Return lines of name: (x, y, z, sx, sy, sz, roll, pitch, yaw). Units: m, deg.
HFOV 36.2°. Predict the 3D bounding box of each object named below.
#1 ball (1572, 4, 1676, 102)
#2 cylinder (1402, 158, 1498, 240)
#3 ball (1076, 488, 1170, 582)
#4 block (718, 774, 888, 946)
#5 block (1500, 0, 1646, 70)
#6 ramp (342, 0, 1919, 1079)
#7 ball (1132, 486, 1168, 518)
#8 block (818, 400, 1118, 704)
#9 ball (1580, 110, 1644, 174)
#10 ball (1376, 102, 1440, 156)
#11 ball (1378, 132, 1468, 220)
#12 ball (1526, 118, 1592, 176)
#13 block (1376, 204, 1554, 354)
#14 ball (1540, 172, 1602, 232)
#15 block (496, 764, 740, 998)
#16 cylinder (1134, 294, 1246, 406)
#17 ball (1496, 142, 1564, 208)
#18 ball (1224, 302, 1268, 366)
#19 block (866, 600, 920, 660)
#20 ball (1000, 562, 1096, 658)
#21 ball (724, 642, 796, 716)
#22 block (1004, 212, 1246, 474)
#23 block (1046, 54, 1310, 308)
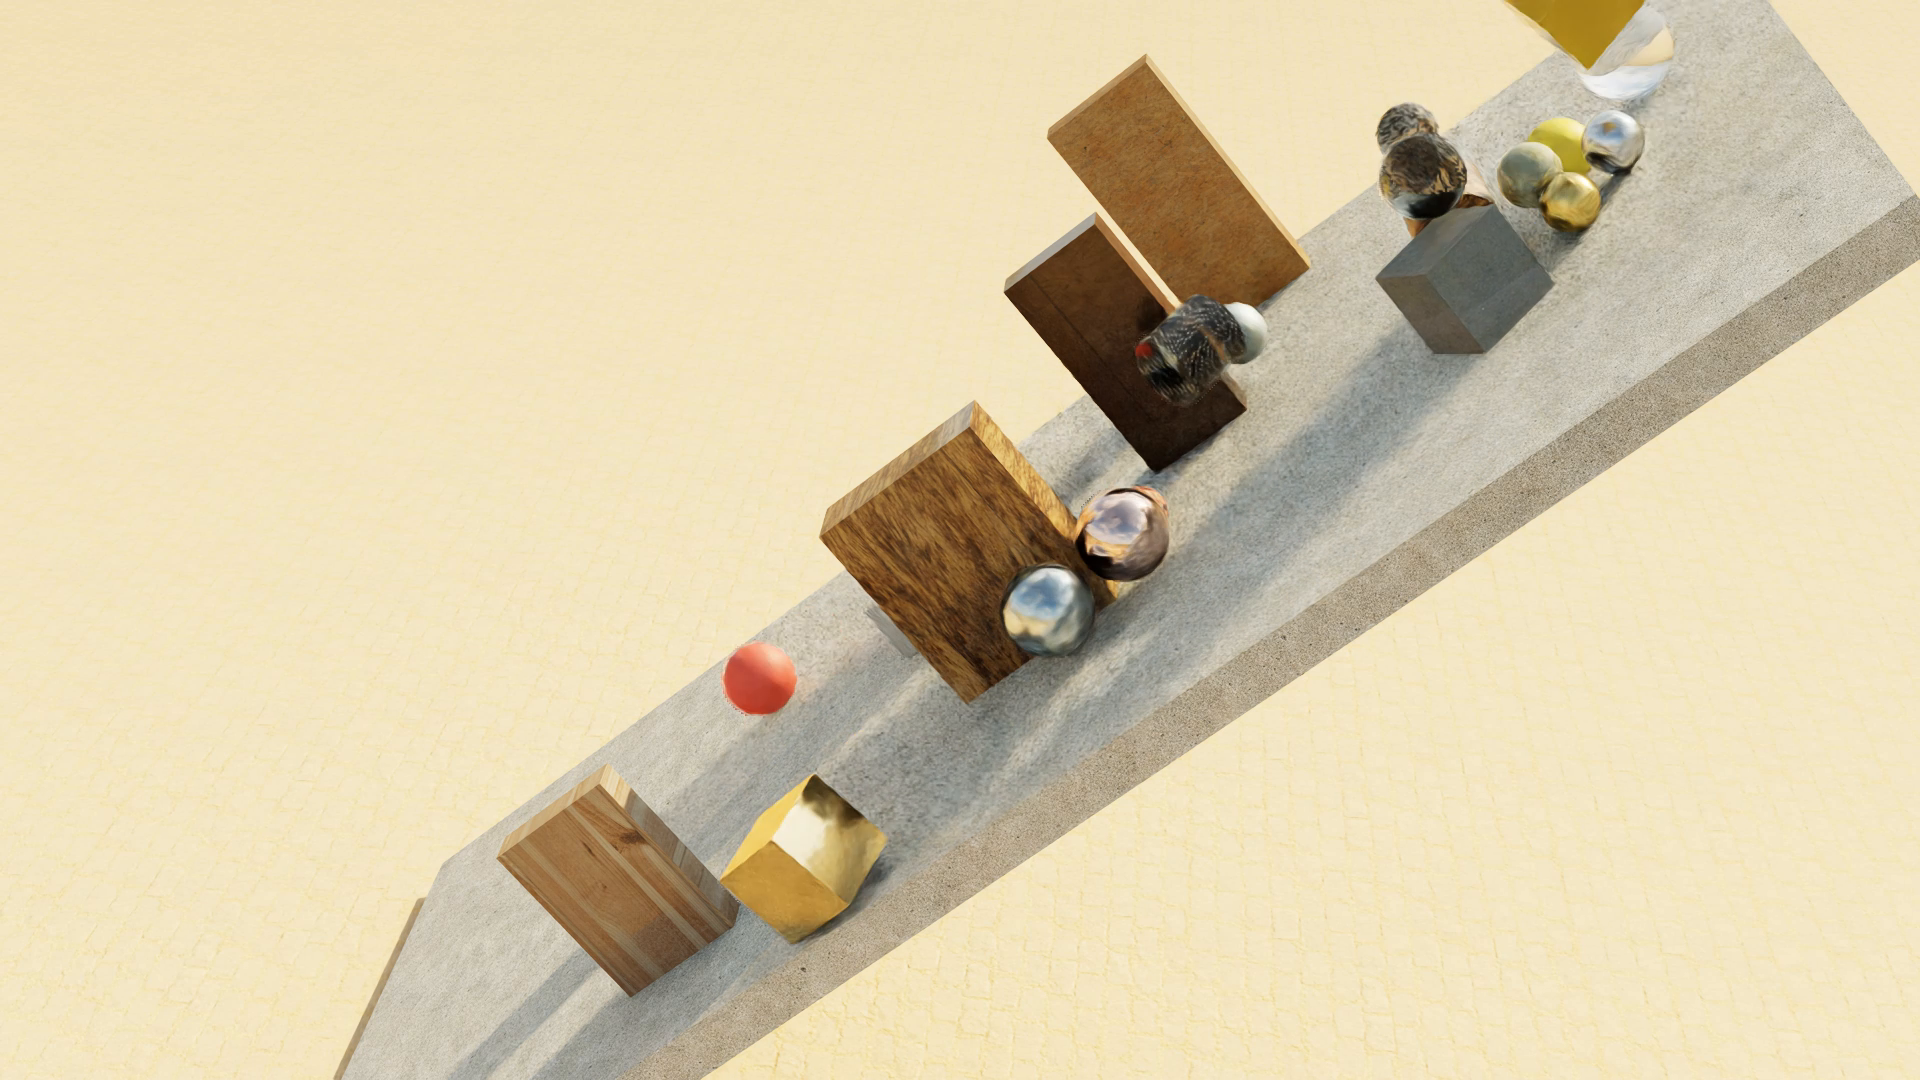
ball: (1.369, -1.009, 6.068, 0.207, 0.207, 0.207, 0, 24, 0)
cylinder: (0.983, -0.654, 5.897, 0.177, 0.177, 0.177, -2, 33, -4)
ball: (0.322, -0.009, 5.825, 0.187, 0.187, 0.187, 0, 24, 0)
block: (-0.296, 0.606, 5.581, 0.192, 0.192, 0.192, 42, 43, -9)
block: (1.151, -1.043, 5.579, 0.181, 0.181, 0.181, 29, 14, -42)
ramp: (0.121, 0.185, 6.340, 4.000, 0.100, 2.000, -36, 16, 18)
ball: (0.370, -0.055, 6.011, 0.111, 0.111, 0.111, 0, 24, 0)
block: (0.021, 0.027, 5.944, 0.390, 0.468, 0.150, -36, 16, 18)
ball: (1.288, -0.785, 5.805, 0.124, 0.124, 0.124, 0, 24, 0)
ball: (0.888, -0.804, 5.829, 0.126, 0.126, 0.126, 0, 24, 0)
ball: (0.890, -0.698, 5.657, 0.168, 0.168, 0.168, 0, 24, 0)
ball: (1.212, -0.783, 5.946, 0.141, 0.141, 0.141, 0, 24, 0)
block: (0.967, -0.497, 5.640, 0.199, 0.199, 0.199, -44, 16, -12)
ball: (1.185, -0.655, 5.708, 0.117, 0.117, 0.117, 0, 24, 0)
block: (-0.687, 0.689, 5.933, 0.282, 0.406, 0.087, -36, 16, 18)
cylinder: (0.478, -0.394, 6.099, 0.164, 0.164, 0.164, 23, 57, 42)
ball: (1.124, -0.719, 5.798, 0.131, 0.131, 0.131, 0, 24, 0)
ball: (0.591, -0.440, 6.286, 0.133, 0.133, 0.133, 0, 24, 0)
block: (-0.089, 0.142, 6.493, 0.146, 0.146, 0.146, -30, 19, 34)
ball: (0.172, 0.137, 5.743, 0.186, 0.186, 0.186, 0, 24, 0)
ball: (-0.465, 0.323, 6.841, 0.169, 0.169, 0.169, 0, 24, 0)
block: (0.354, -0.416, 6.260, 0.245, 0.523, 0.090, -36, 16, 18)
block: (0.502, -0.783, 6.738, 0.284, 0.612, 0.085, -36, 16, 18)
